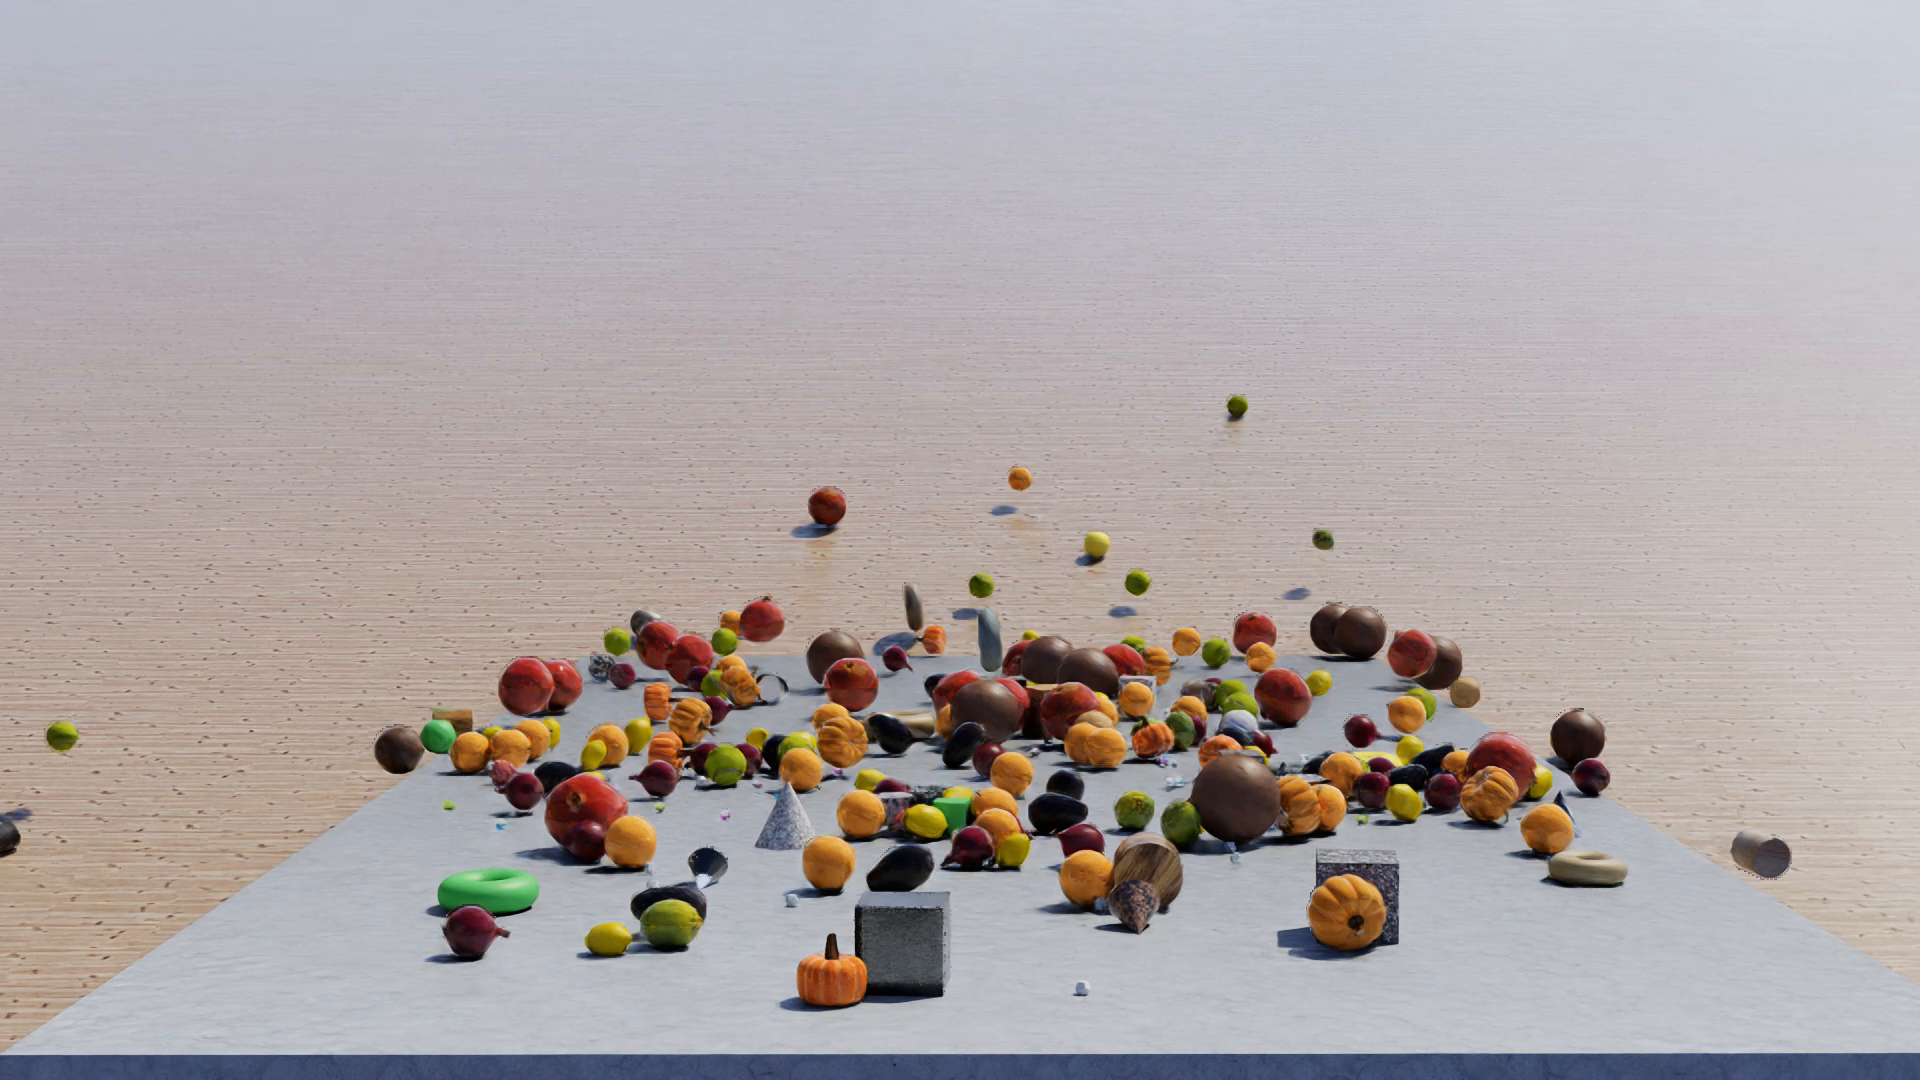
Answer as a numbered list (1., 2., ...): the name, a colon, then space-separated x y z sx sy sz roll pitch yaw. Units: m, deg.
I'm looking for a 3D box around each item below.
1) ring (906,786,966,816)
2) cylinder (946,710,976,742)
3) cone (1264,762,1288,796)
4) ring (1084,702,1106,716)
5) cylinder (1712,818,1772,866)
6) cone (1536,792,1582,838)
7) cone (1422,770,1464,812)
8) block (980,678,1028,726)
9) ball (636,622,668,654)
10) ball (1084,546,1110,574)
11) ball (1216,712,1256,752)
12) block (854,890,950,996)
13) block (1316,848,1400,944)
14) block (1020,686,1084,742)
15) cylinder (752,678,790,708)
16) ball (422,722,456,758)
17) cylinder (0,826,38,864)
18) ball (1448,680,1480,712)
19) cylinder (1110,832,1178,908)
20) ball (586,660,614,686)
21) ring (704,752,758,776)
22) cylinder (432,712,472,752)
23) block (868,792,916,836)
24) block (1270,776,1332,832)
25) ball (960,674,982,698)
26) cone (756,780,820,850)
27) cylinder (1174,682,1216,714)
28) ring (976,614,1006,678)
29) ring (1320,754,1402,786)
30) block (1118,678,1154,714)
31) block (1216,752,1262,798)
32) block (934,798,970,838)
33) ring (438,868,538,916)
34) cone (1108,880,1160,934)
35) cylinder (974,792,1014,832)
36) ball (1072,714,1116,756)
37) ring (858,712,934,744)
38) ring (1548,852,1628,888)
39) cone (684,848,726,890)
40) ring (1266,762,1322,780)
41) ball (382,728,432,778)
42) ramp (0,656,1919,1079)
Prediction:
1. ring: -0.043 0.410 4.027 0.109 0.036 0.109 -1 4 0
2. cylinder: 0.002 0.353 4.892 0.057 0.057 0.057 1 3 2
3. cone: 0.525 0.391 4.208 0.054 0.054 0.054 0 3 0
4. ring: 0.250 0.349 5.224 0.093 0.031 0.093 0 3 0
5. cylinder: 1.106 0.427 3.633 0.058 0.058 0.058 -7 7 -17
6. cone: 0.891 0.404 3.819 0.067 0.067 0.067 0 3 0
7. cone: 0.754 0.410 4.064 0.067 0.067 0.067 10 34 24
8. block: 0.089 0.324 5.170 0.086 0.086 0.086 0 3 -5
9. ball: -0.808 0.258 6.745 0.086 0.086 0.086 0 21 0
10. ball: 0.388 0.057 7.292 0.075 0.075 0.075 0 21 0
11. ball: 0.509 0.354 4.722 0.073 0.073 0.073 0 21 0
12. block: -0.062 0.443 2.825 0.096 0.096 0.096 0 3 5
13. block: 0.478 0.428 3.097 0.096 0.096 0.096 0 3 7
14. block: 0.177 0.333 4.943 0.092 0.092 0.092 -1 3 -24
15. cylinder: -0.400 0.322 5.425 0.060 0.060 0.060 12 5 28
16. ball: -0.947 0.362 4.667 0.063 0.063 0.063 0 21 0
17. cylinder: -2.100 0.679 5.719 0.063 0.063 0.063 14 27 32
18. ball: 1.049 0.324 5.358 0.066 0.066 0.066 0 21 0
19. cylinder: 0.235 0.423 3.286 0.087 0.087 0.087 1 3 2
20. ball: -0.818 0.302 5.835 0.062 0.062 0.062 0 21 0
21. ring: -0.398 0.389 4.470 0.094 0.031 0.094 2 5 0
22. cylinder: -0.936 0.355 4.743 0.070 0.070 0.070 -1 21 -13
23. block: -0.101 0.410 3.845 0.055 0.055 0.055 -1 3 -23
24. block: 0.517 0.398 3.894 0.072 0.072 0.072 -1 3 -13
25. ball: 0.028 0.317 5.605 0.054 0.054 0.054 0 21 0
26. cone: -0.250 0.395 3.738 0.096 0.096 0.096 0 3 0
27. cylinder: 0.487 0.328 5.322 0.062 0.062 0.062 1 16 46
28. ring: 0.071 0.242 5.857 0.050 0.149 0.149 -11 22 -3
29. ring: 0.679 0.387 4.343 0.137 0.046 0.137 -3 0 0
30. block: 0.364 0.323 5.330 0.070 0.070 0.070 0 3 0
31. block: 0.456 0.385 4.206 0.066 0.066 0.066 0 3 -3
32. block: -0.011 0.413 3.815 0.051 0.051 0.051 0 3 6
33. ring: -0.599 0.447 3.266 0.128 0.043 0.128 -1 4 0
34. cone: 0.214 0.460 3.128 0.065 0.065 0.065 -1 30 -2
35. cylinder: 0.051 0.410 3.871 0.052 0.052 0.052 4 4 10
36. ball: 0.243 0.354 4.661 0.077 0.077 0.077 0 21 0
37. ring: -0.122 0.357 4.899 0.148 0.049 0.148 -1 3 0
38. ring: 0.840 0.441 3.440 0.105 0.035 0.105 1 3 0
39. cone: -0.341 0.448 3.415 0.055 0.055 0.055 0 36 1
40. ring: 0.563 0.396 4.337 0.092 0.031 0.092 -1 4 0
41. ball: -0.950 0.366 4.417 0.084 0.084 0.084 0 21 0
42. ramp: 0.050 0.451 4.532 2.000 0.100 4.000 0 3 0
